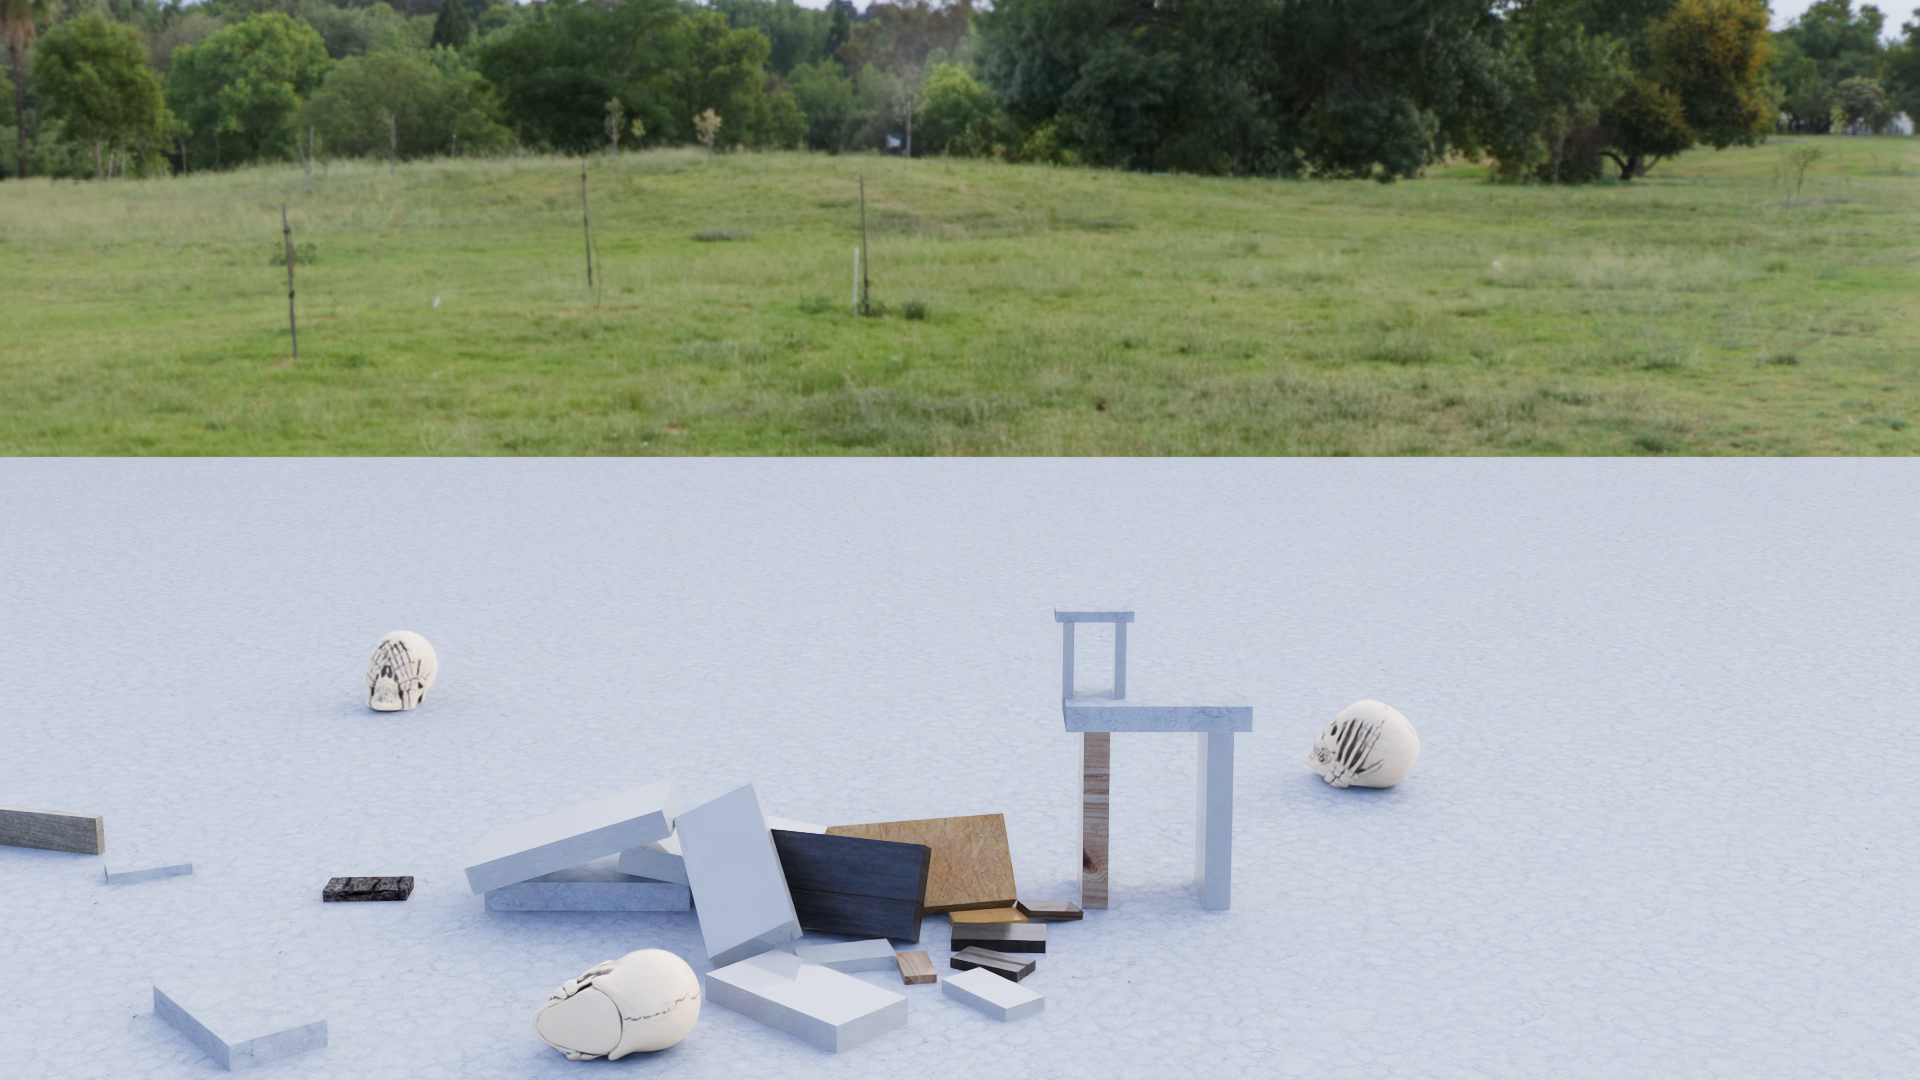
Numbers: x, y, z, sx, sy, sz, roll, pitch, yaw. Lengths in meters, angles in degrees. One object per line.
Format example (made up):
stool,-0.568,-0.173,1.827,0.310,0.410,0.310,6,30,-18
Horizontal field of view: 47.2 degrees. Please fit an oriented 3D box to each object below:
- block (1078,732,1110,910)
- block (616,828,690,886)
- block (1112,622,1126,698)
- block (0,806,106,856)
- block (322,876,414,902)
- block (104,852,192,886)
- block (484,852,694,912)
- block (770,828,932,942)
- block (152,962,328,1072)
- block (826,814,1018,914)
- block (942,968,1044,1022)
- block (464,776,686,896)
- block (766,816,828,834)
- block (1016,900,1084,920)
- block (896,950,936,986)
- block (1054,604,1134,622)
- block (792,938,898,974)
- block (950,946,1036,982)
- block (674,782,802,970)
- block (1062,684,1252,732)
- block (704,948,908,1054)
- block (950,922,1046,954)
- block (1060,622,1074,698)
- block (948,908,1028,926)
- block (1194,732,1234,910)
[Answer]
block,0.221,0.443,3.641,0.042,0.300,0.150,0,11,0
block,-0.390,0.532,3.649,0.336,0.048,0.168,12,11,-5
block,0.261,0.190,3.600,0.018,0.127,0.063,0,11,0
block,-1.682,0.510,3.914,0.355,0.068,0.019,3,11,16
block,-0.985,0.581,3.663,0.136,0.019,0.068,-1,11,-3
block,-1.390,0.562,3.766,0.136,0.019,0.068,-5,12,-25
block,-0.606,0.566,3.668,0.336,0.048,0.168,0,11,1
block,-0.201,0.546,3.493,0.295,0.148,0.042,3,-14,18
block,-1.022,0.673,3.115,0.139,0.040,0.279,-9,14,-39
block,-0.064,0.533,3.584,0.295,0.148,0.042,-3,-26,-14
block,0.048,0.664,3.214,0.073,0.021,0.147,-8,13,-38
block,-0.626,0.482,3.593,0.336,0.048,0.168,-17,12,4
block,-0.262,0.513,3.655,0.295,0.042,0.148,12,11,-7
block,0.145,0.597,3.547,0.097,0.014,0.049,6,9,-25
block,-0.067,0.647,3.326,0.049,0.014,0.097,-2,11,-10
block,0.219,0.119,3.587,0.127,0.018,0.063,0,11,0
block,-0.176,0.638,3.355,0.147,0.021,0.073,-3,11,-15
block,0.050,0.643,3.337,0.116,0.016,0.058,6,12,30
block,-0.350,0.523,3.436,0.140,0.040,0.325,-25,37,-1
block,0.321,0.275,3.610,0.300,0.042,0.150,0,11,0
block,-0.224,0.662,3.174,0.279,0.040,0.140,10,14,42
block,0.061,0.622,3.440,0.147,0.021,0.073,1,11,3
block,0.176,0.190,3.600,0.018,0.127,0.063,0,11,0
block,0.045,0.609,3.520,0.116,0.016,0.058,-2,11,-12
block,0.420,0.443,3.641,0.042,0.300,0.150,0,11,0
